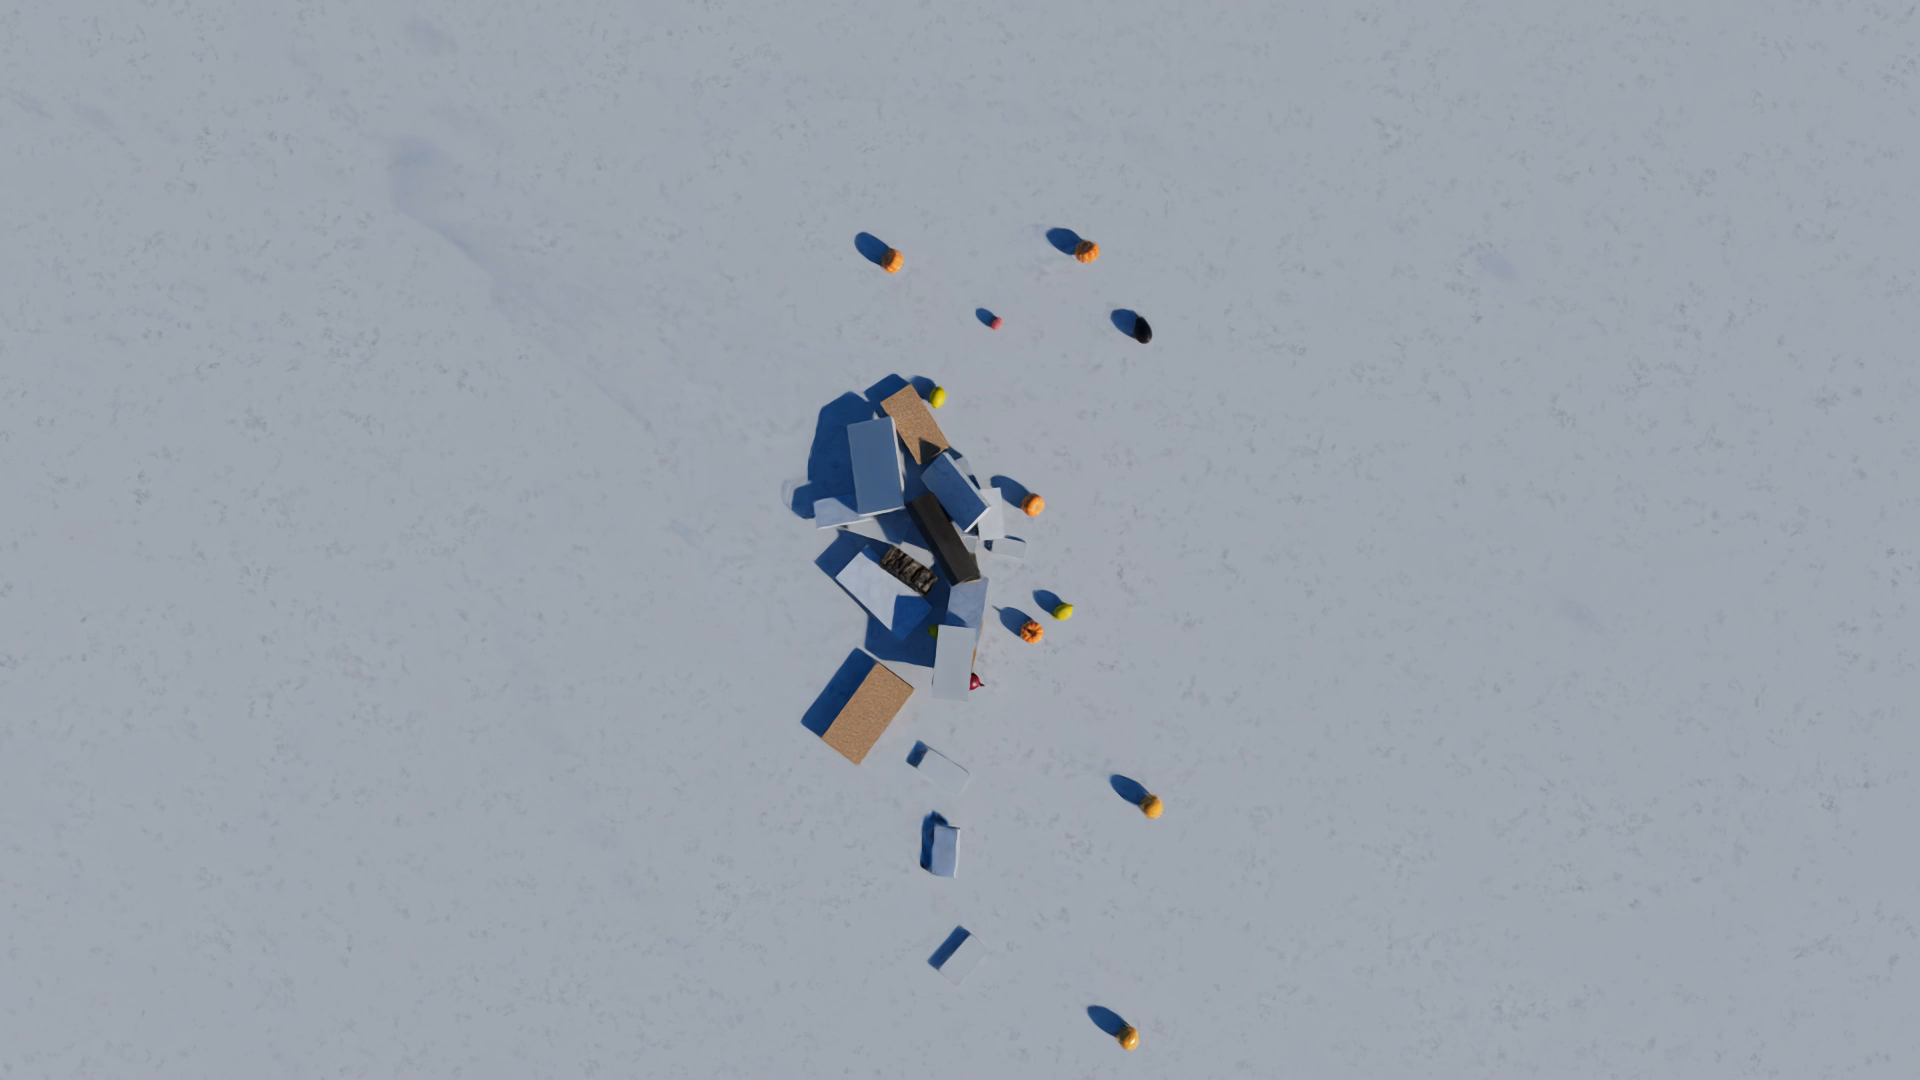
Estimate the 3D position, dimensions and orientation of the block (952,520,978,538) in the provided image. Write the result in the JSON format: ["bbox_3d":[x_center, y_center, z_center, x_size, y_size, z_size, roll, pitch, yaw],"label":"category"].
[{"bbox_3d":[0.013,-0.093,5.475,0.084,0.024,0.168,-3,81,0],"label":"block"}]

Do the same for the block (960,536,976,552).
[{"bbox_3d":[0.026,-0.015,5.482,0.055,0.016,0.111,3,80,1],"label":"block"}]

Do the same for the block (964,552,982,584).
[{"bbox_3d":[0.031,0.088,5.468,0.055,0.016,0.111,-10,66,-5],"label":"block"}]

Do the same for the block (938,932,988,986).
[{"bbox_3d":[0.011,1.397,5.488,0.081,0.023,0.163,42,90,0],"label":"block"}]

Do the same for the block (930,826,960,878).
[{"bbox_3d":[-0.049,1.034,5.478,0.081,0.023,0.163,4,90,16],"label":"block"}]

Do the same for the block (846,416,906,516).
[{"bbox_3d":[-0.274,-0.242,5.429,0.153,0.043,0.306,-10,80,10],"label":"block"}]

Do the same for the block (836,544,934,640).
[{"bbox_3d":[-0.249,0.175,5.478,0.306,0.043,0.153,44,90,0],"label":"block"}]

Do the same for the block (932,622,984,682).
[{"bbox_3d":[-0.008,0.374,5.451,0.120,0.034,0.239,13,75,2],"label":"block"}]

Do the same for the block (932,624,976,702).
[{"bbox_3d":[-0.021,0.402,5.388,0.120,0.034,0.239,6,89,1],"label":"block"}]

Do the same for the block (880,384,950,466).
[{"bbox_3d":[-0.149,-0.384,5.483,0.121,0.034,0.243,-32,90,0],"label":"block"}]

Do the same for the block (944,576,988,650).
[{"bbox_3d":[0.018,0.234,5.453,0.120,0.034,0.239,9,76,1],"label":"block"}]

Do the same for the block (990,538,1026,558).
[{"bbox_3d":[0.163,0.025,5.492,0.111,0.016,0.055,12,90,0],"label":"block"}]

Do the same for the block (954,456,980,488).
[{"bbox_3d":[0.014,-0.186,5.466,0.084,0.024,0.168,-24,81,-3],"label":"block"}]

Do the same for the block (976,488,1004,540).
[{"bbox_3d":[0.096,-0.086,5.437,0.084,0.024,0.168,-6,96,-9],"label":"block"}]

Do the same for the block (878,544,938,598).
[{"bbox_3d":[-0.170,0.103,5.455,0.187,0.094,0.027,34,134,-1],"label":"block"}]

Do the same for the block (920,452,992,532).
[{"bbox_3d":[-0.014,-0.158,5.427,0.121,0.034,0.243,-46,73,25],"label":"block"}]

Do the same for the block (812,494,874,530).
[{"bbox_3d":[-0.387,-0.098,5.461,0.187,0.027,0.094,-10,80,5],"label":"block"}]

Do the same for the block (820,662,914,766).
[{"bbox_3d":[-0.306,0.577,5.478,0.153,0.043,0.316,36,90,0],"label":"block"}]

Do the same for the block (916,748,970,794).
[{"bbox_3d":[-0.055,0.769,5.488,0.163,0.023,0.081,32,91,0],"label":"block"}]

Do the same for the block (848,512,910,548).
[{"bbox_3d":[-0.272,-0.049,5.487,0.187,0.027,0.094,17,90,0],"label":"block"}]

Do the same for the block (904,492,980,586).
[{"bbox_3d":[-0.058,-0.004,5.398,0.034,0.122,0.309,-34,85,39],"label":"block"}]
